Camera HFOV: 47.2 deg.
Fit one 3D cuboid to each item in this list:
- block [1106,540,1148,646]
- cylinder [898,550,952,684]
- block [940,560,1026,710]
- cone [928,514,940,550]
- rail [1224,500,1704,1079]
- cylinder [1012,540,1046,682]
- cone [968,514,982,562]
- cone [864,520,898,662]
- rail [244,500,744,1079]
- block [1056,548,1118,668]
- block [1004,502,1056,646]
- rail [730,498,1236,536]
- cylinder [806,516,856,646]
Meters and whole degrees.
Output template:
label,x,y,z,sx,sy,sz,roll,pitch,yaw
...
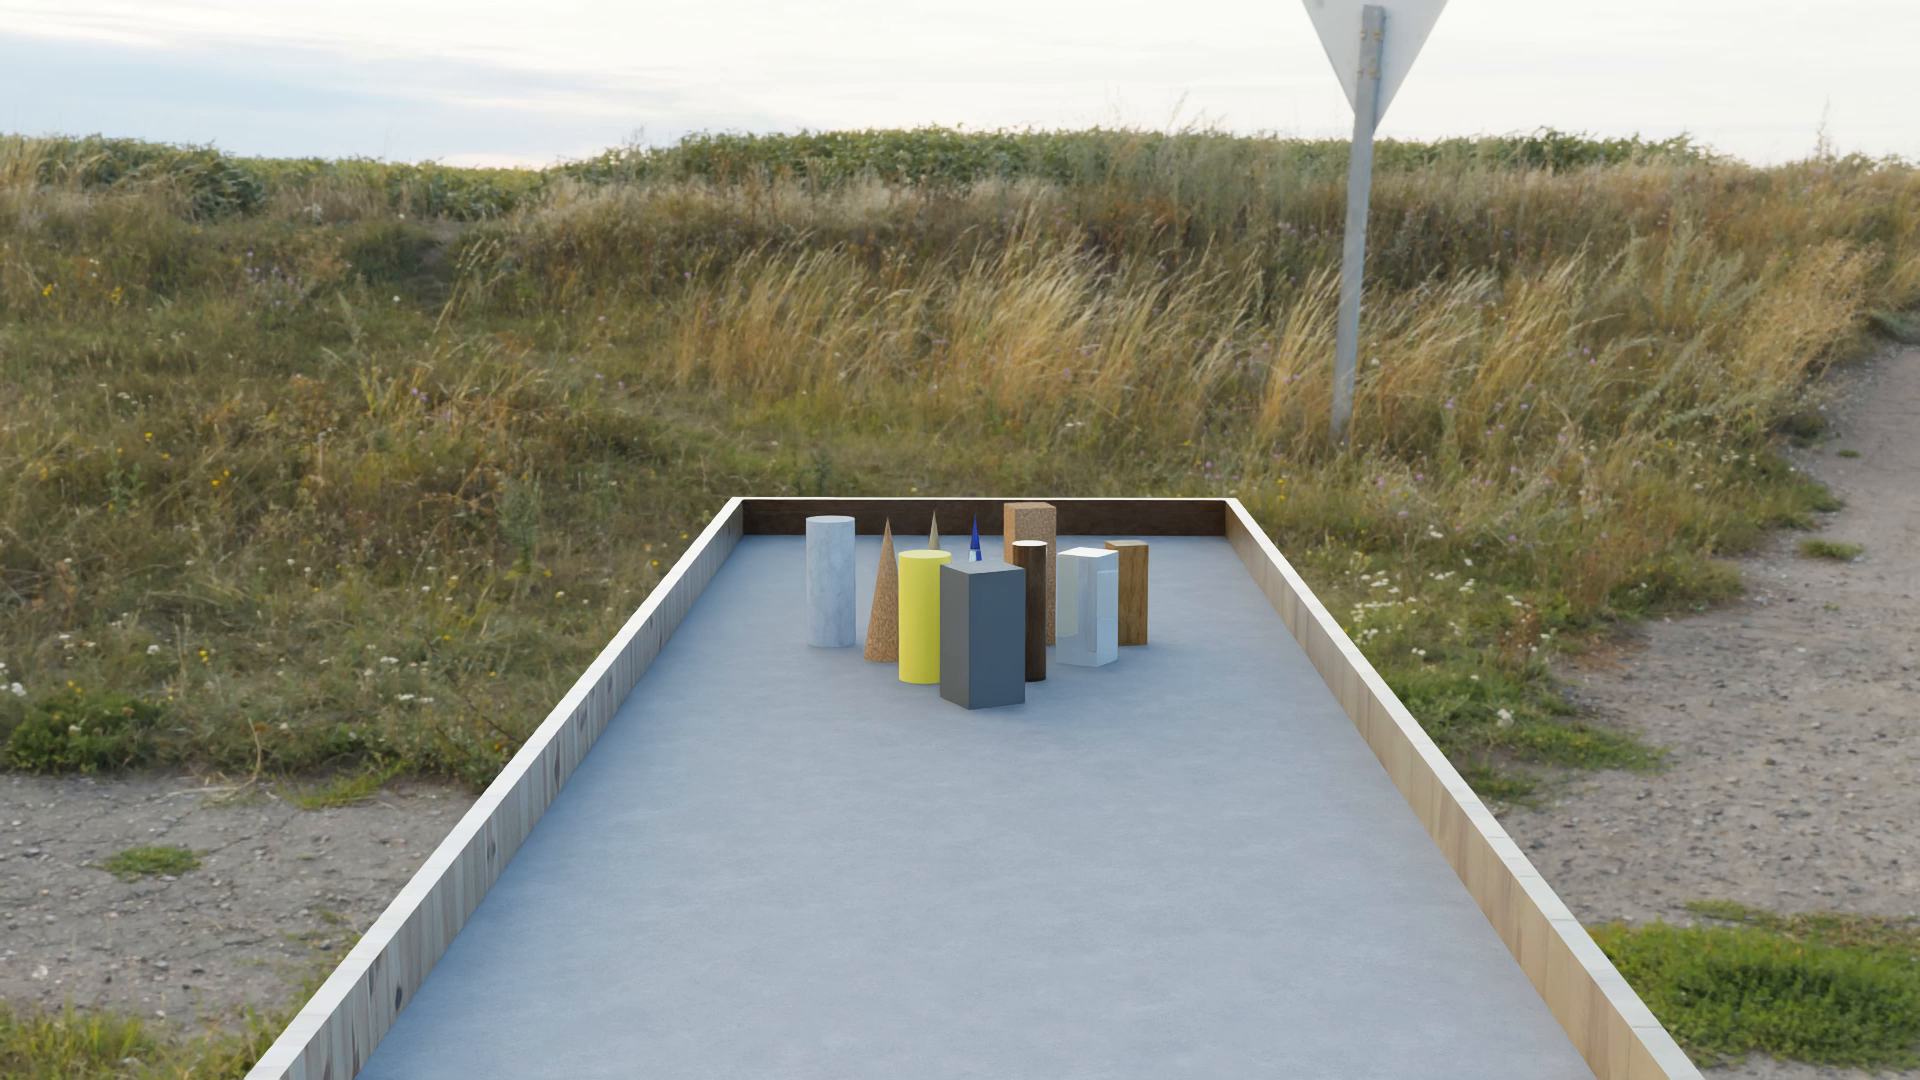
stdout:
label,x,y,z,sx,sy,sz,roll,pitch,yaw
block,0.525,0.166,6.944,0.109,0.318,0.109,-2,9,-13
cylinder,-0.103,0.223,6.426,0.153,0.368,0.153,0,9,0
block,0.062,0.262,6.142,0.177,0.380,0.177,-5,10,-27
cone,-0.081,0.113,6.951,0.129,0.421,0.129,0,9,0
rail,1.046,0.843,3.208,0.050,0.150,12.000,0,9,1
cylinder,0.202,0.207,6.421,0.101,0.401,0.101,0,9,0
cone,0.045,0.144,6.646,0.132,0.455,0.132,0,9,0
cone,-0.220,0.142,6.707,0.153,0.440,0.153,0,9,0
rail,-1.004,0.839,3.234,0.050,0.150,12.000,0,9,1
block,0.387,0.202,6.665,0.136,0.335,0.136,5,11,31
block,0.220,0.107,6.939,0.133,0.437,0.133,-2,9,-14
rail,0.099,-0.098,9.147,2.100,0.150,0.050,0,9,1
cylinder,-0.407,0.129,6.939,0.154,0.394,0.154,0,9,0
